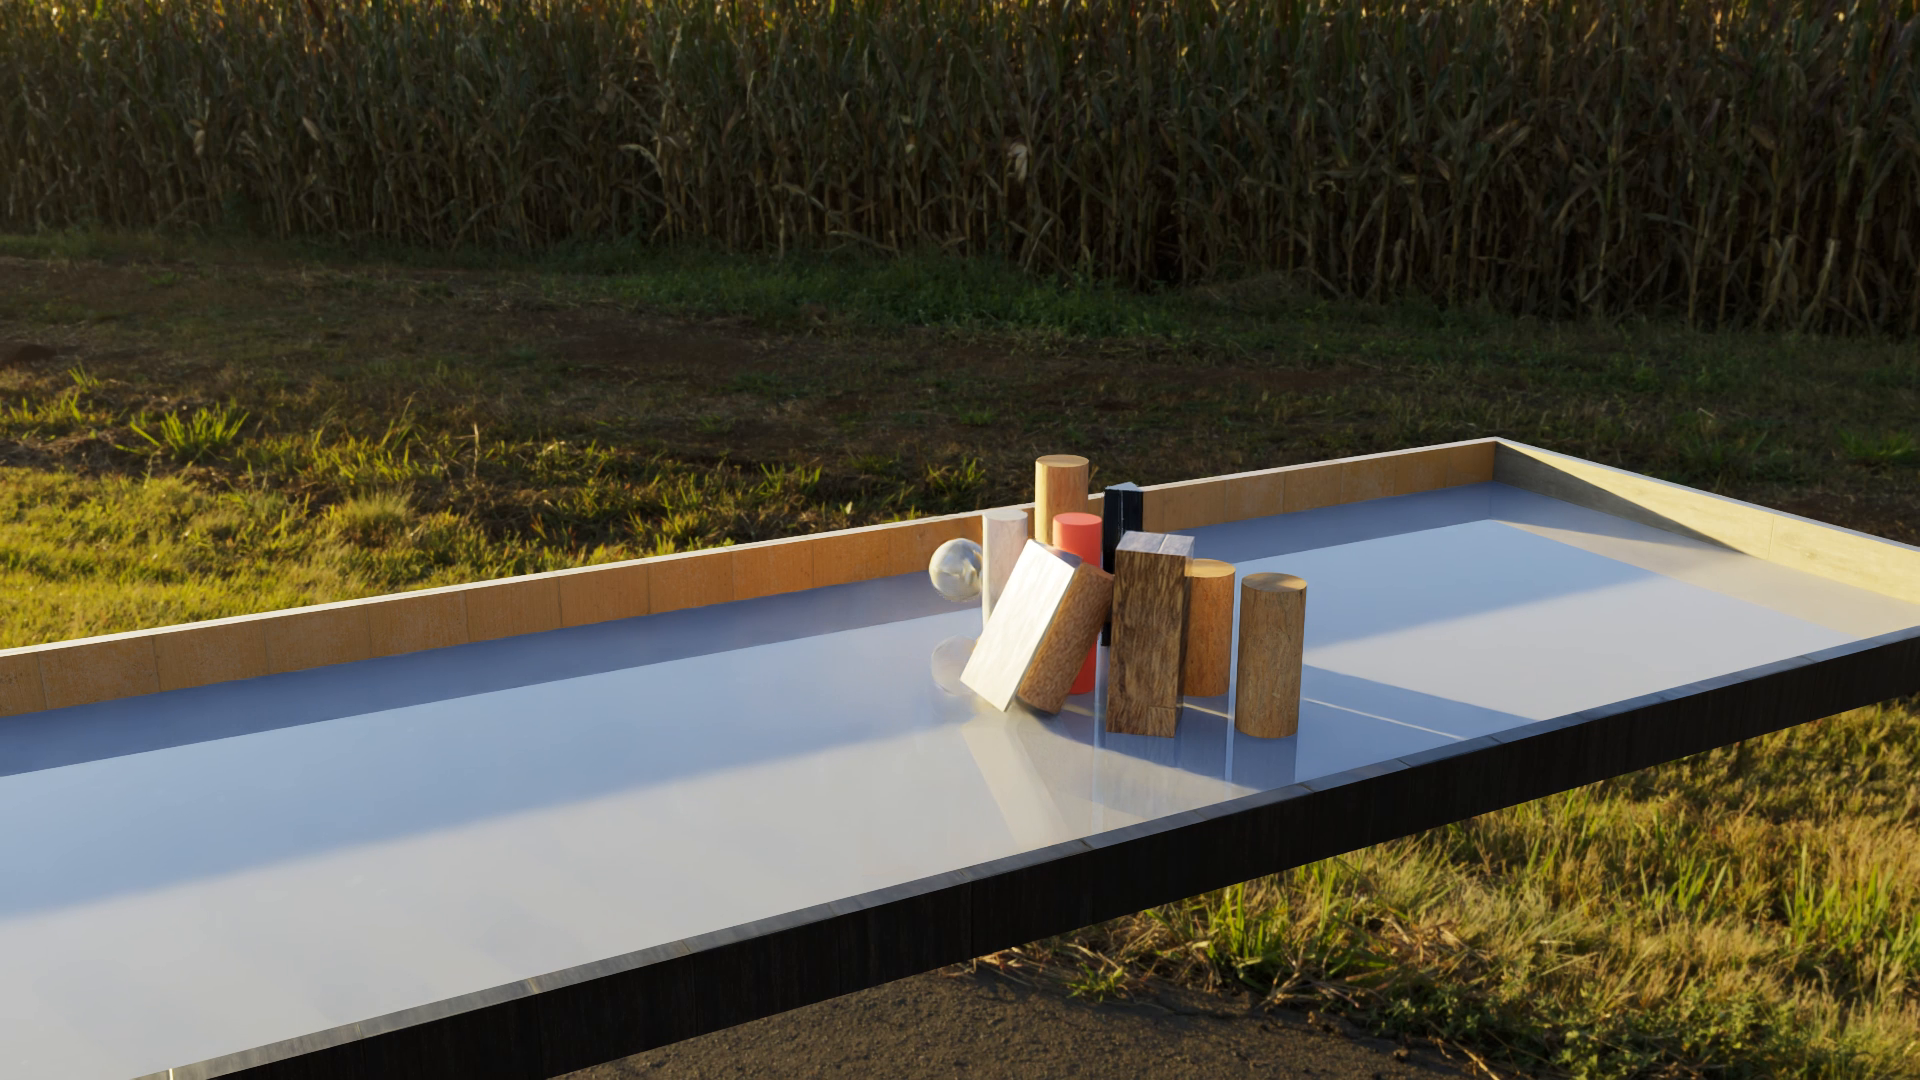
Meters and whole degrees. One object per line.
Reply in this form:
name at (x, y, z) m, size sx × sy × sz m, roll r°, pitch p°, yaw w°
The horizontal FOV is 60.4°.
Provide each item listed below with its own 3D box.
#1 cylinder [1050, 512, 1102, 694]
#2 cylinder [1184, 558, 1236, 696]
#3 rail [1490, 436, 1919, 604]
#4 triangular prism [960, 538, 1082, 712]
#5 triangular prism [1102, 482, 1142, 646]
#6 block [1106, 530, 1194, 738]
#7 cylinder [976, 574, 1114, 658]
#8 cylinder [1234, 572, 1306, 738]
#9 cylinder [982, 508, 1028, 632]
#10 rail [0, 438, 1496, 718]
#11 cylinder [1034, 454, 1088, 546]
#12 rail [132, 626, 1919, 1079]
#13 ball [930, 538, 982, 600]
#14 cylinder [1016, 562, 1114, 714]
cylinder at (0.282, 0.156, 4.059) m, size 0.117 × 0.429 × 0.117 m, roll 1°, pitch 15°, yaw 0°
cylinder at (0.595, 0.216, 4.076) m, size 0.155 × 0.307 × 0.155 m, roll 0°, pitch 16°, yaw 0°
rail at (2.466, -0.048, 5.253) m, size 0.050 × 0.150 × 2.100 m, roll -9°, pitch 18°, yaw -27°
triangular prism at (0.173, 0.207, 3.954) m, size 0.153 × 0.387 × 0.133 m, roll 34°, pitch 15°, yaw 33°
triangular prism at (0.439, 0.065, 4.372) m, size 0.102 × 0.430 × 0.088 m, roll 5°, pitch 17°, yaw 18°
block at (0.442, 0.217, 3.829) m, size 0.158 × 0.440 × 0.158 m, roll 6°, pitch 17°, yaw 14°
cylinder at (0.247, 0.218, 4.230) m, size 0.417 × 0.109 × 0.109 m, roll -24°, pitch 25°, yaw -21°
cylinder at (0.718, 0.266, 3.821) m, size 0.148 × 0.354 × 0.148 m, roll 0°, pitch 16°, yaw 0°
cylinder at (0.118, 0.107, 4.350) m, size 0.118 × 0.361 × 0.118 m, roll 0°, pitch 16°, yaw 0°
rail at (-3.305, 0.497, 3.399) m, size 12.000 × 0.150 × 0.050 m, roll -9°, pitch 18°, yaw -27°
cylinder at (0.280, -0.003, 4.573) m, size 0.145 × 0.446 × 0.145 m, roll 0°, pitch 16°, yaw 0°
rail at (-2.336, 1.006, 1.665) m, size 12.000 × 0.150 × 0.050 m, roll -9°, pitch 18°, yaw -27°
ball at (0.000, 0.081, 4.576) m, size 0.170 × 0.170 × 0.170 m, roll 0°, pitch 16°, yaw 0°
cylinder at (0.261, 0.233, 3.922) m, size 0.112 × 0.348 × 0.112 m, roll 26°, pitch 8°, yaw -4°
